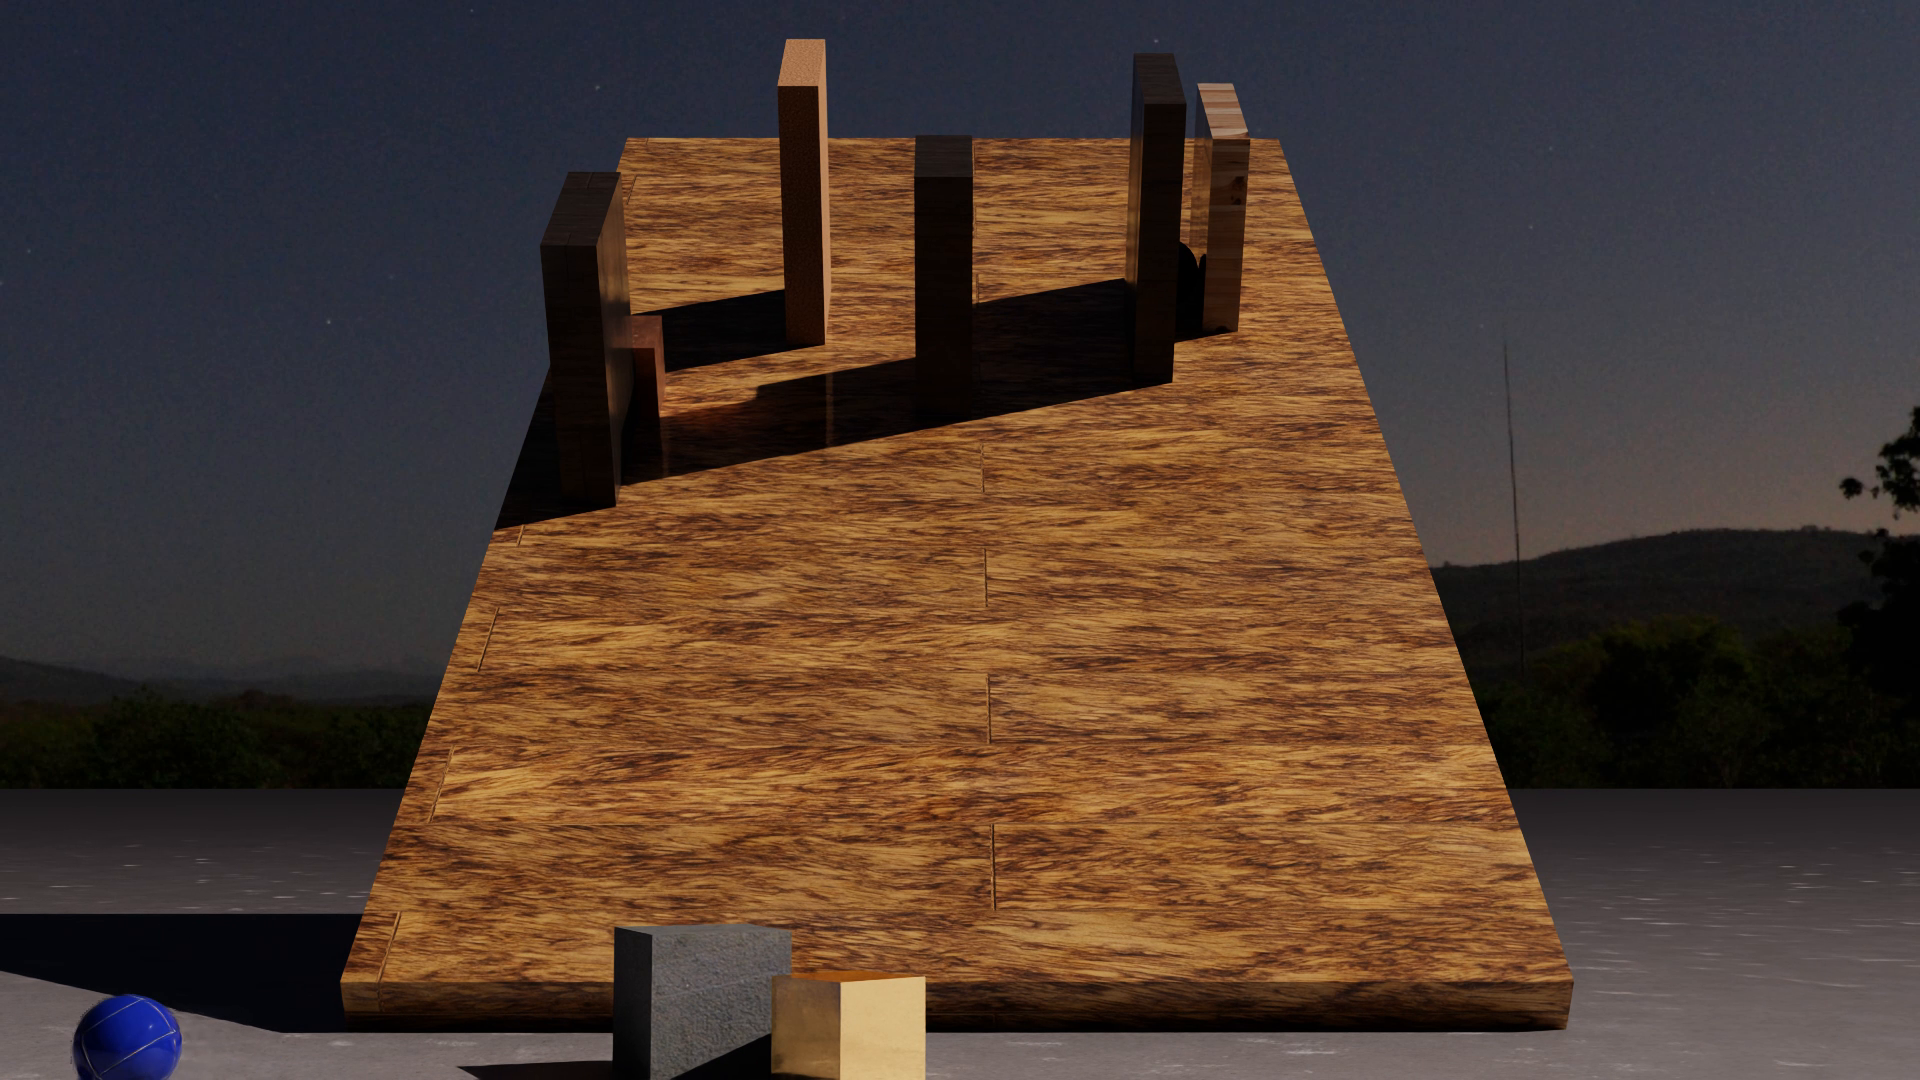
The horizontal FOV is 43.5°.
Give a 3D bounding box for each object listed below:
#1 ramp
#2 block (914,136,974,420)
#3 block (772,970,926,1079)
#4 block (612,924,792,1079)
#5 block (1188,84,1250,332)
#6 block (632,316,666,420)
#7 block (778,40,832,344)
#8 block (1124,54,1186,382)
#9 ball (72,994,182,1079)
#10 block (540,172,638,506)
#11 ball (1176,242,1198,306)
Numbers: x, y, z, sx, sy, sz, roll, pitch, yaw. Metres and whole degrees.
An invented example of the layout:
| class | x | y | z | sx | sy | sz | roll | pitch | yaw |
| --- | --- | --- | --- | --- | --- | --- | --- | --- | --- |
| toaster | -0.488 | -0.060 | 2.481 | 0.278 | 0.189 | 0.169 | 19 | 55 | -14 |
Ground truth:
| class | x | y | z | sx | sy | sz | roll | pitch | yaw |
| --- | --- | --- | --- | --- | --- | --- | --- | --- | --- |
| ramp | -0.012 | -0.216 | 5.666 | 2.000 | 0.100 | 4.000 | 0 | 29 | 0 |
| block | -0.038 | -0.616 | 5.657 | 0.132 | 0.607 | 0.275 | 0 | 29 | 0 |
| block | -0.149 | 0.656 | 3.209 | 0.146 | 0.146 | 0.146 | 5 | -8 | -42 |
| block | -0.363 | 0.646 | 3.370 | 0.199 | 0.199 | 0.199 | 2 | -6 | -23 |
| block | 0.664 | -0.860 | 6.195 | 0.092 | 0.514 | 0.424 | 0 | 29 | 0 |
| block | -0.806 | -0.411 | 5.718 | 0.185 | 0.185 | 0.185 | 0 | 29 | -1 |
| block | -0.388 | -0.876 | 6.050 | 0.097 | 0.675 | 0.365 | 0 | 29 | 0 |
| block | 0.471 | -0.784 | 5.858 | 0.097 | 0.708 | 0.374 | 0 | 29 | 0 |
| ball | -1.065 | 0.648 | 3.073 | 0.134 | 0.134 | 0.134 | 0 | -6 | 0 |
| block | -0.817 | -0.449 | 5.342 | 0.117 | 0.618 | 0.433 | 0 | 29 | 0 |
| ball | 0.525 | -0.693 | 6.230 | 0.186 | 0.186 | 0.186 | 0 | -6 | 0 |
